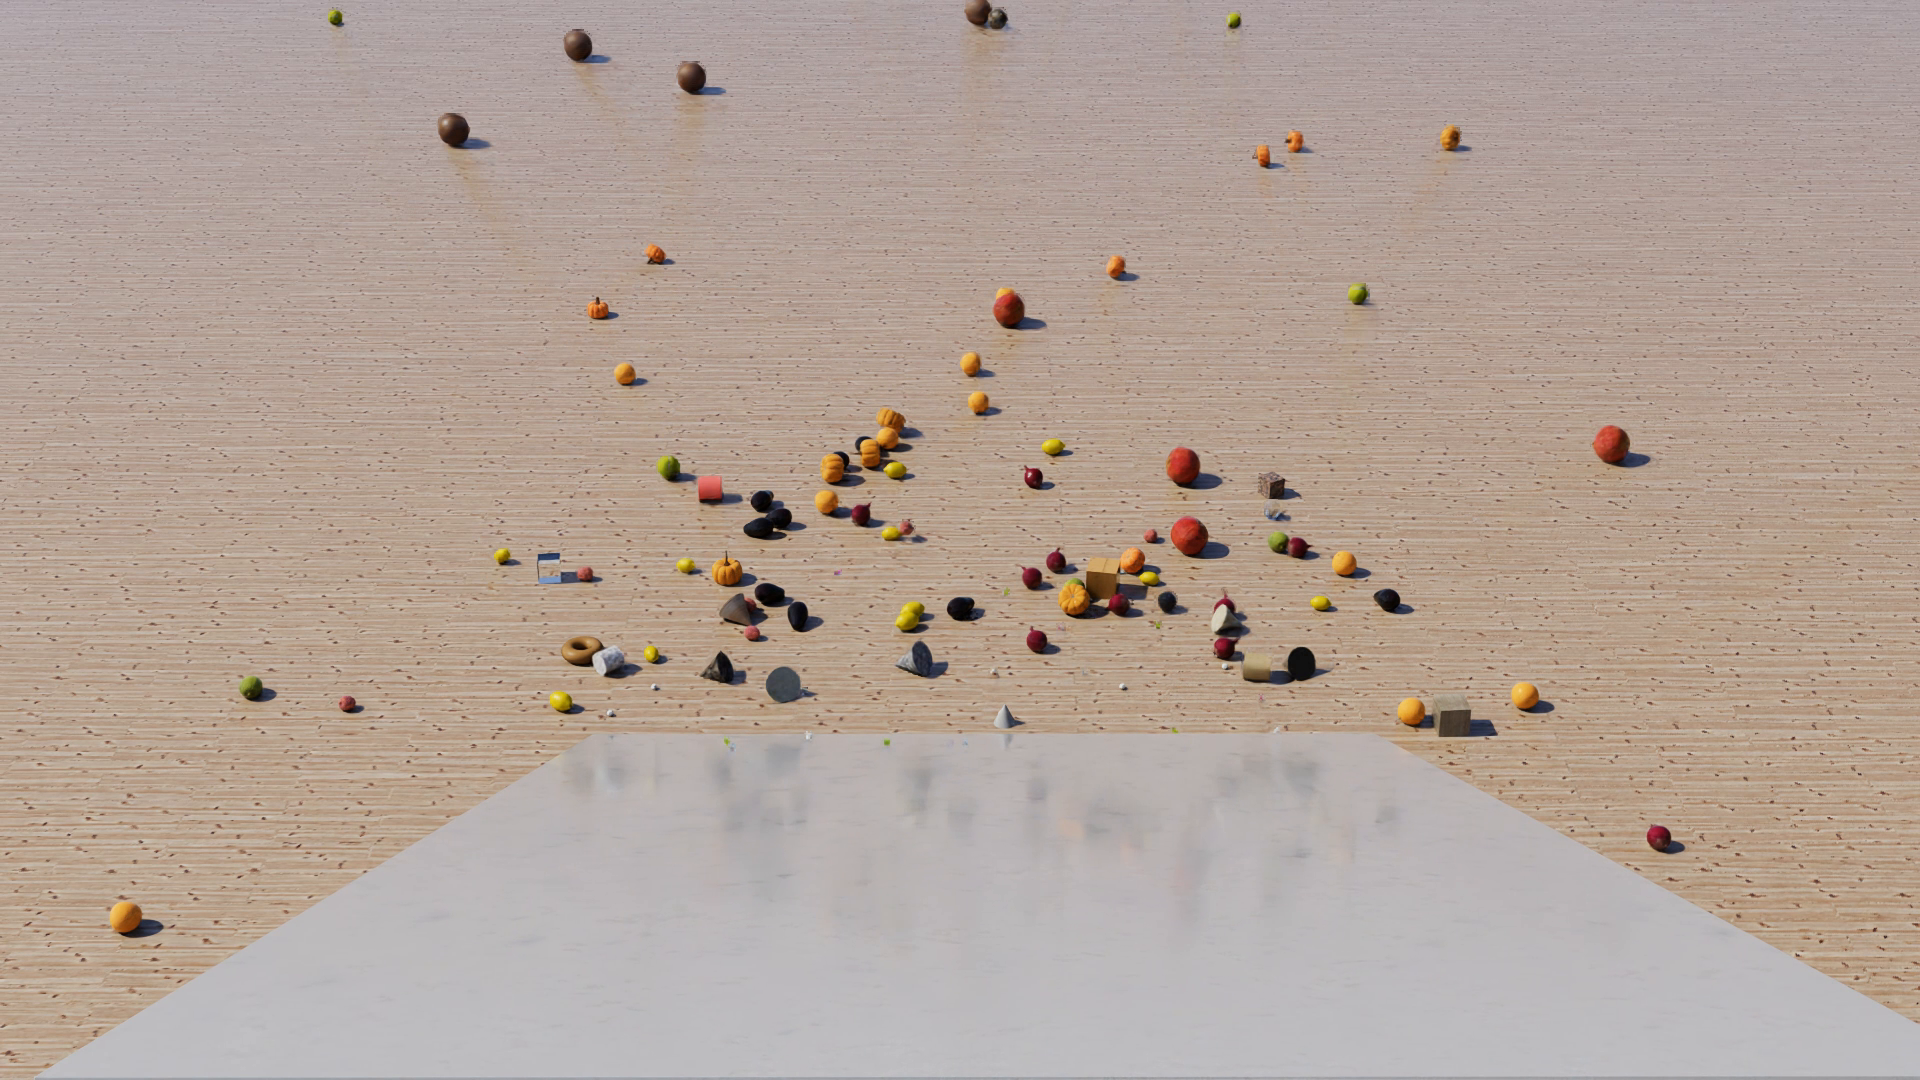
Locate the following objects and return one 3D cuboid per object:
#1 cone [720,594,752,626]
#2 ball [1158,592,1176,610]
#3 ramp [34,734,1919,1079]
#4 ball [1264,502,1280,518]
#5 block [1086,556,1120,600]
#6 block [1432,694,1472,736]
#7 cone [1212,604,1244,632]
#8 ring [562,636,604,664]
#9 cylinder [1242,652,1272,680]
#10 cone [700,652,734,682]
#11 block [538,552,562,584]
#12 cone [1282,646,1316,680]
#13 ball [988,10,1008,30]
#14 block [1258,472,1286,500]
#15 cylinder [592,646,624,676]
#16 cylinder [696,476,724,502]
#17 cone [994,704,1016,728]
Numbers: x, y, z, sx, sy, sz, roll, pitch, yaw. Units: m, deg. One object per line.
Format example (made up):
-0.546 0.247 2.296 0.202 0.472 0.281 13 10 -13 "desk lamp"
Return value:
-0.614 0.215 7.280 0.092 0.092 0.092 45 46 18 "cone"
0.588 0.174 7.342 0.054 0.054 0.054 0 28 0 "ball"
0.063 0.569 4.609 2.000 0.100 4.000 0 1 0 "ramp"
0.947 -0.091 7.840 0.054 0.054 0.054 0 28 0 "ball"
0.412 0.111 7.427 0.087 0.087 0.087 5 29 10 "block"
1.289 0.459 6.780 0.081 0.081 0.081 -2 28 -4 "block"
0.761 0.233 7.250 0.082 0.082 0.082 22 23 -17 "cone"
-1.040 0.303 7.117 0.117 0.039 0.117 0 27 0 "ring"
0.807 0.341 7.010 0.072 0.072 0.072 5 28 9 "cylinder"
-0.673 0.357 7.017 0.084 0.084 0.084 -20 22 21 "cone"
-1.192 0.082 7.505 0.064 0.064 0.064 -3 28 -5 "block"
0.906 0.337 7.052 0.092 0.092 0.092 -16 5 -27 "cone"
0.177 -2.467 12.247 0.095 0.095 0.095 0 28 0 "ball"
0.961 -0.168 7.980 0.058 0.058 0.058 -17 32 -28 "block"
-0.958 0.328 7.045 0.062 0.062 0.062 -23 36 -37 "cylinder"
-0.769 -0.157 7.947 0.069 0.069 0.069 11 24 -22 "cylinder"
0.118 0.456 6.808 0.060 0.060 0.060 0 28 0 "cone"
